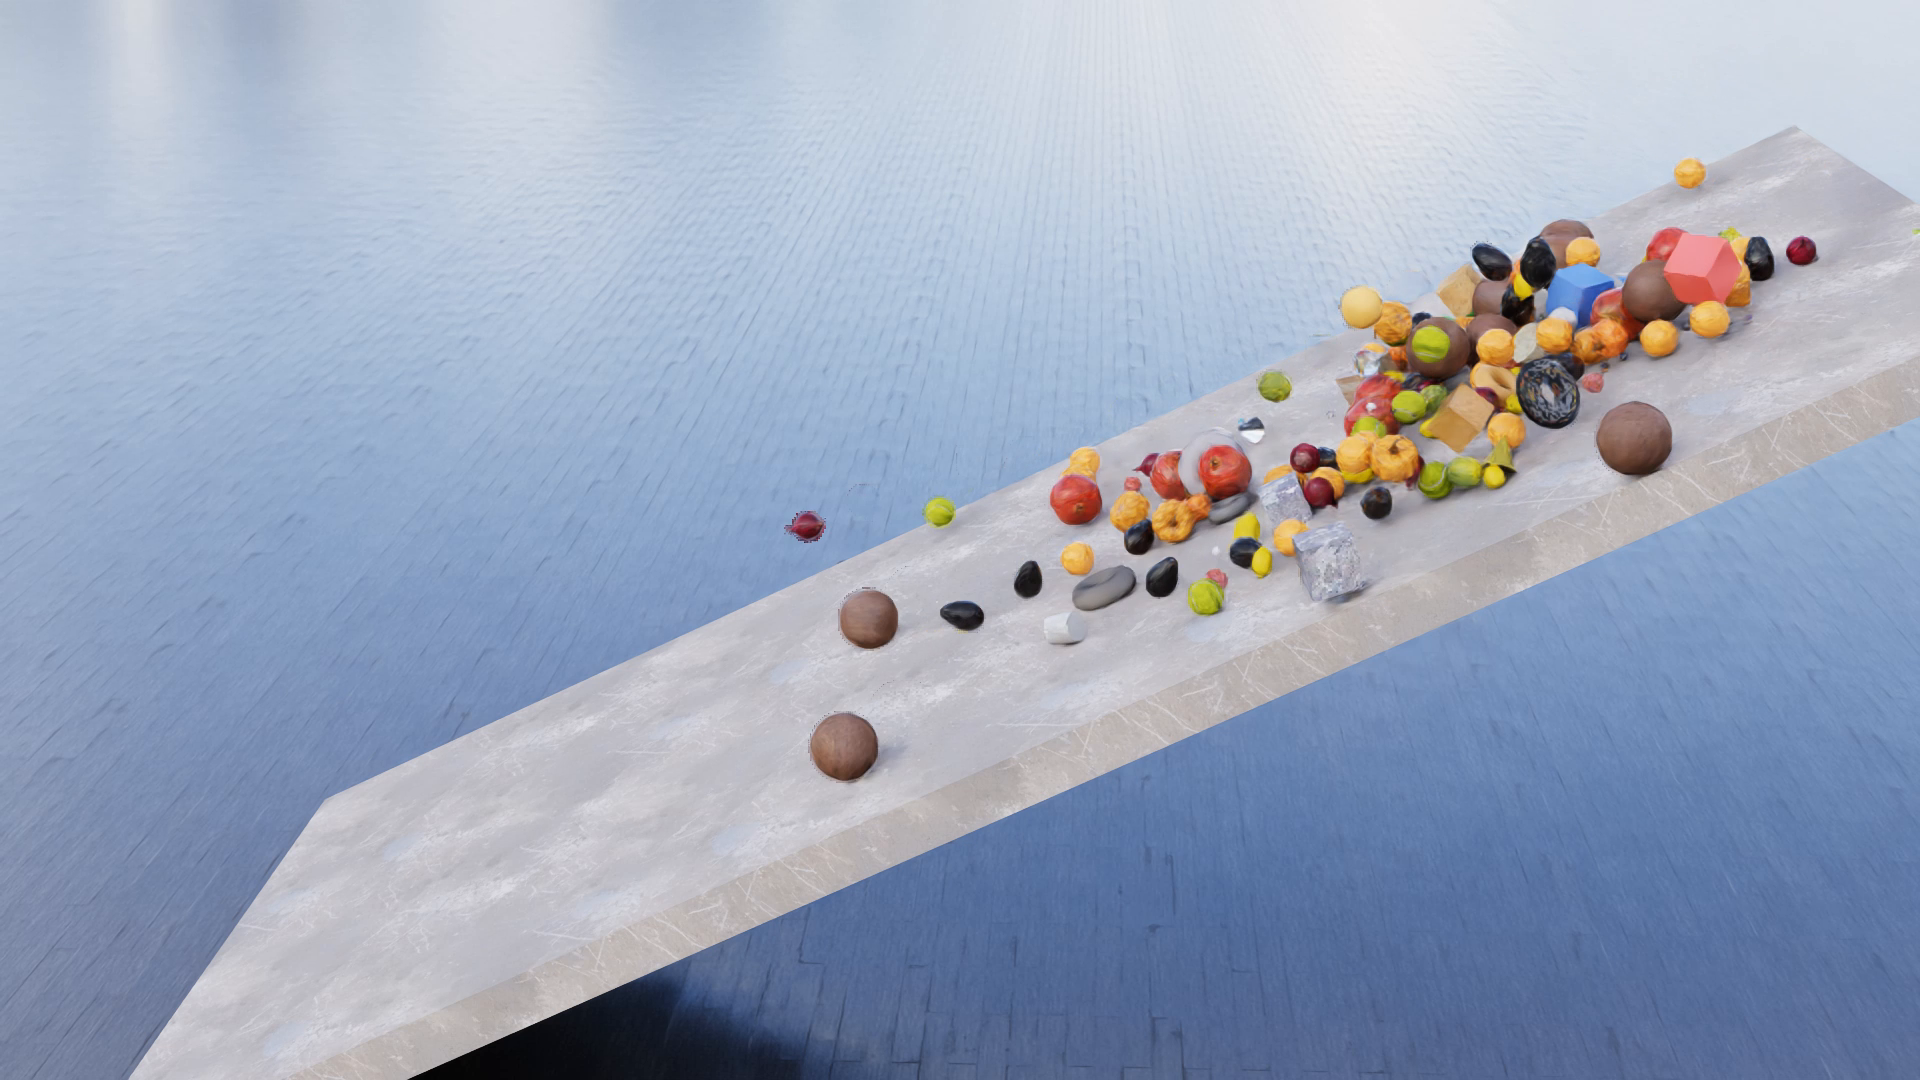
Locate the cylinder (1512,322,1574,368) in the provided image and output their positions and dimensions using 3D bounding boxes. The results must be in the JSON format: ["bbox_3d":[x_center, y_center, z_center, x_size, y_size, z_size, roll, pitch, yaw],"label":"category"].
[{"bbox_3d":[1.169,-0.381,5.905,0.086,0.086,0.086,23,8,-22],"label":"cylinder"}]

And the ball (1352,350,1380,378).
[{"bbox_3d":[0.834,-0.364,6.048,0.058,0.058,0.058,0,16,0],"label":"ball"}]

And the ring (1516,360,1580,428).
[{"bbox_3d":[1.099,-0.273,5.497,0.139,0.139,0.046,-10,-17,-31],"label":"ring"}]

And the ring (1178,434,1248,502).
[{"bbox_3d":[0.533,-0.152,6.194,0.146,0.146,0.049,-1,2,-2],"label":"ring"}]

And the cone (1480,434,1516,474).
[{"bbox_3d":[1.006,-0.164,5.462,0.066,0.066,0.066,12,-9,2],"label":"cone"}]

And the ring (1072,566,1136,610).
[{"bbox_3d":[0.290,0.097,5.942,0.139,0.046,0.139,-24,13,6],"label":"ring"}]

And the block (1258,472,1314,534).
[{"bbox_3d":[0.646,-0.074,5.831,0.082,0.082,0.082,-25,13,9],"label":"block"}]

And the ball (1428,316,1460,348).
[{"bbox_3d":[1.070,-0.461,6.508,0.070,0.070,0.070,0,16,0],"label":"ball"}]

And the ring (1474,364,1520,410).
[{"bbox_3d":[1.074,-0.304,5.840,0.117,0.039,0.117,17,37,-13],"label":"ring"}]

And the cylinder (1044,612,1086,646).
[{"bbox_3d":[0.205,0.174,5.770,0.060,0.060,0.060,-12,5,39],"label":"cylinder"}]

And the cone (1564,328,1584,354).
[{"bbox_3d":[1.229,-0.411,5.940,0.050,0.050,0.050,-22,36,18],"label":"cone"}]

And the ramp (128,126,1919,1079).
[{"bbox_3d":[0.137,0.168,6.281,4.000,0.100,2.000,-25,13,9],"label":"ramp"}]

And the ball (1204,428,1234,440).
[{"bbox_3d":[0.568,-0.209,6.490,0.081,0.081,0.081,0,16,0],"label":"ball"}]

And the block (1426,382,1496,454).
[{"bbox_3d":[0.959,-0.234,5.639,0.080,0.080,0.080,37,50,0],"label":"block"}]

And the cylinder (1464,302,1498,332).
[{"bbox_3d":[1.148,-0.498,6.505,0.057,0.057,0.057,-38,7,6],"label":"cylinder"}]

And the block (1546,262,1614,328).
[{"bbox_3d":[1.279,-0.504,6.069,0.091,0.091,0.091,-17,36,-29],"label":"block"}]

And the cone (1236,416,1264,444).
[{"bbox_3d":[0.630,-0.245,6.506,0.059,0.059,0.059,0,11,-44],"label":"cone"}]

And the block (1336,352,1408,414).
[{"bbox_3d":[0.885,-0.337,6.329,0.091,0.091,0.091,-39,16,-30],"label":"block"}]

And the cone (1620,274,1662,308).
[{"bbox_3d":[1.389,-0.525,6.045,0.077,0.077,0.077,25,24,16],"label":"cone"}]

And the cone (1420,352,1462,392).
[{"bbox_3d":[1.031,-0.364,6.249,0.086,0.086,0.086,-9,17,-8],"label":"cone"}]

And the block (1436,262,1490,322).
[{"bbox_3d":[1.106,-0.546,6.462,0.079,0.079,0.079,-36,10,25],"label":"block"}]

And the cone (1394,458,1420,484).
[{"bbox_3d":[0.870,-0.128,5.736,0.050,0.050,0.050,1,-13,3],"label":"cone"}]

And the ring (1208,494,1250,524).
[{"bbox_3d":[0.555,-0.064,6.077,0.094,0.031,0.094,-27,13,7],"label":"ring"}]

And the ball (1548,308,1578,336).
[{"bbox_3d":[1.221,-0.442,5.964,0.060,0.060,0.060,0,16,0],"label":"ball"}]

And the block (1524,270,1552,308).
[{"bbox_3d":[1.283,-0.552,6.468,0.057,0.057,0.057,-24,13,23],"label":"block"}]

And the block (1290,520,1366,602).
[{"bbox_3d":[0.657,0.038,5.244,0.098,0.098,0.098,-16,17,1],"label":"block"}]

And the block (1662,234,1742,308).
[{"bbox_3d":[1.417,-0.515,5.615,0.094,0.094,0.094,14,65,42],"label":"block"}]

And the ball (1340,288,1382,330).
[{"bbox_3d":[0.825,-0.476,6.037,0.086,0.086,0.086,0,16,0],"label":"ball"}]

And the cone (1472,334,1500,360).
[{"bbox_3d":[1.112,-0.407,6.210,0.057,0.057,0.057,4,4,14],"label":"cone"}]
